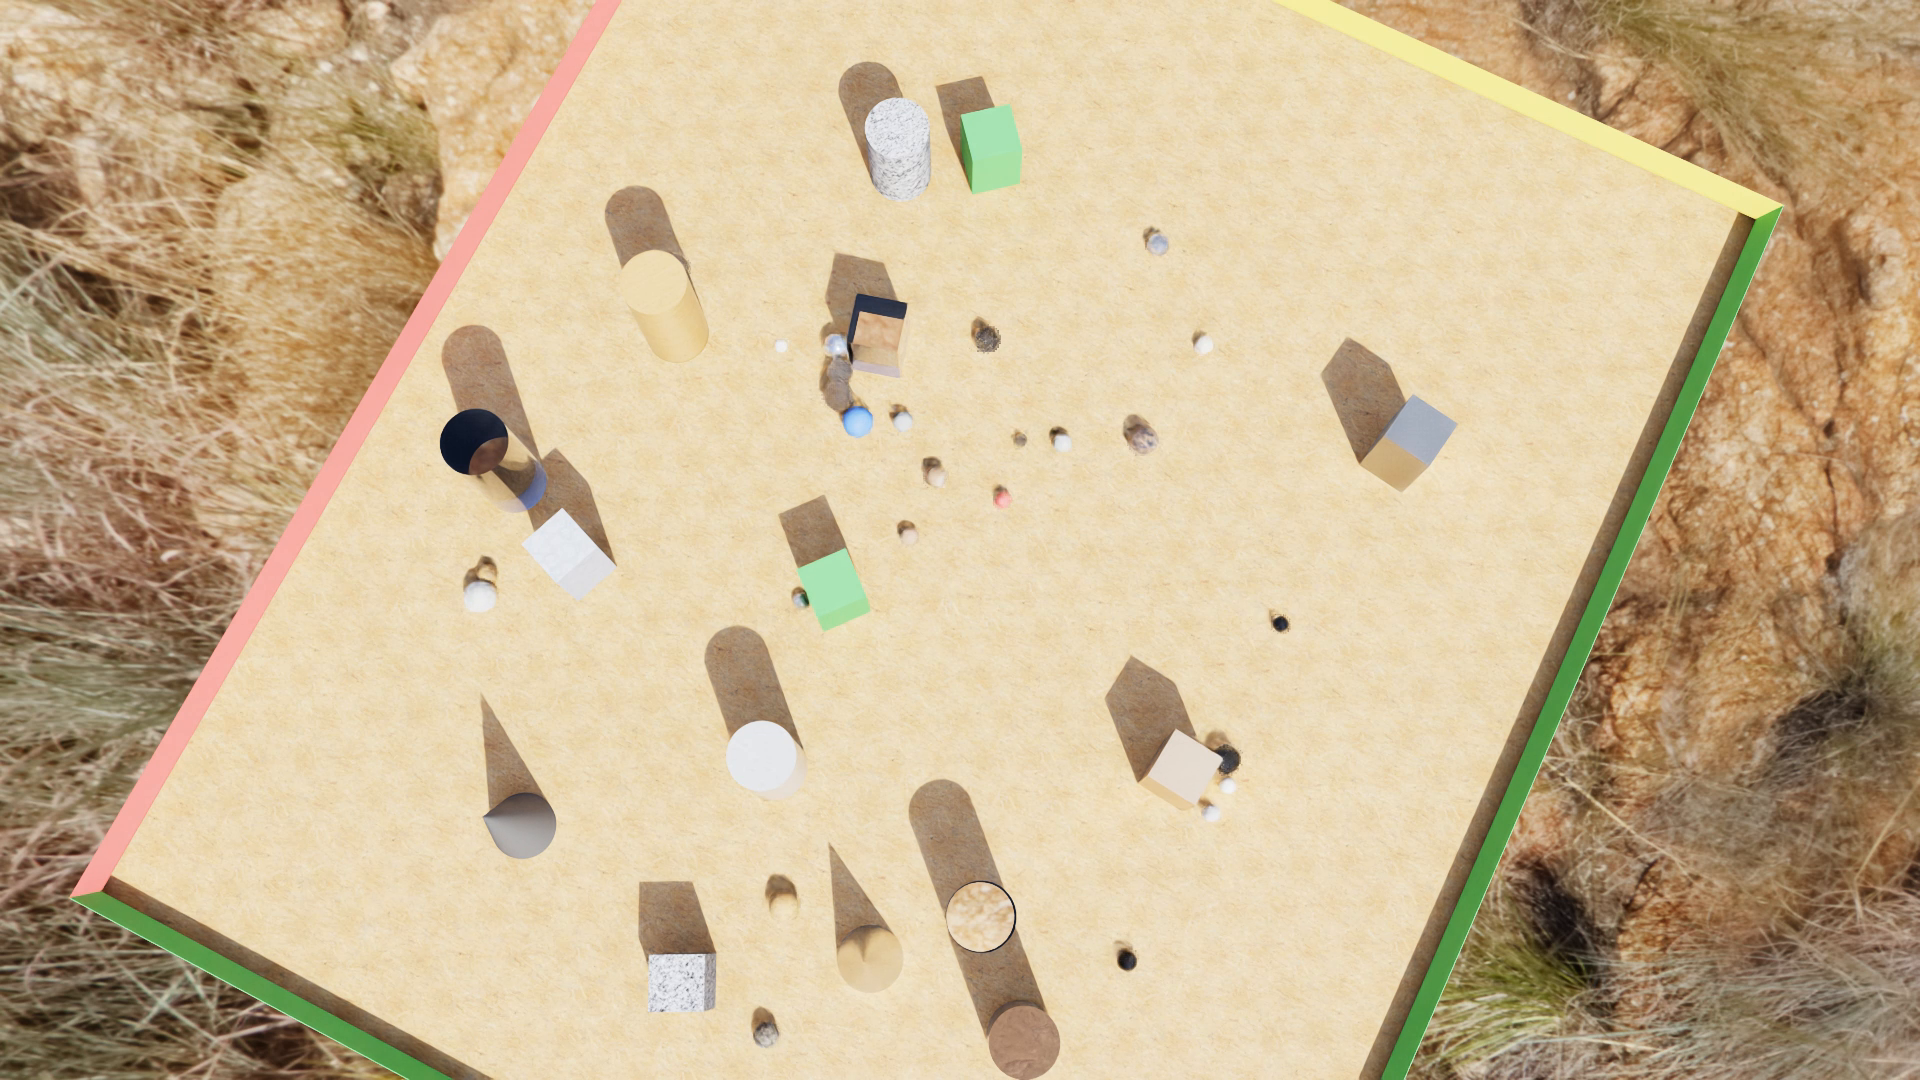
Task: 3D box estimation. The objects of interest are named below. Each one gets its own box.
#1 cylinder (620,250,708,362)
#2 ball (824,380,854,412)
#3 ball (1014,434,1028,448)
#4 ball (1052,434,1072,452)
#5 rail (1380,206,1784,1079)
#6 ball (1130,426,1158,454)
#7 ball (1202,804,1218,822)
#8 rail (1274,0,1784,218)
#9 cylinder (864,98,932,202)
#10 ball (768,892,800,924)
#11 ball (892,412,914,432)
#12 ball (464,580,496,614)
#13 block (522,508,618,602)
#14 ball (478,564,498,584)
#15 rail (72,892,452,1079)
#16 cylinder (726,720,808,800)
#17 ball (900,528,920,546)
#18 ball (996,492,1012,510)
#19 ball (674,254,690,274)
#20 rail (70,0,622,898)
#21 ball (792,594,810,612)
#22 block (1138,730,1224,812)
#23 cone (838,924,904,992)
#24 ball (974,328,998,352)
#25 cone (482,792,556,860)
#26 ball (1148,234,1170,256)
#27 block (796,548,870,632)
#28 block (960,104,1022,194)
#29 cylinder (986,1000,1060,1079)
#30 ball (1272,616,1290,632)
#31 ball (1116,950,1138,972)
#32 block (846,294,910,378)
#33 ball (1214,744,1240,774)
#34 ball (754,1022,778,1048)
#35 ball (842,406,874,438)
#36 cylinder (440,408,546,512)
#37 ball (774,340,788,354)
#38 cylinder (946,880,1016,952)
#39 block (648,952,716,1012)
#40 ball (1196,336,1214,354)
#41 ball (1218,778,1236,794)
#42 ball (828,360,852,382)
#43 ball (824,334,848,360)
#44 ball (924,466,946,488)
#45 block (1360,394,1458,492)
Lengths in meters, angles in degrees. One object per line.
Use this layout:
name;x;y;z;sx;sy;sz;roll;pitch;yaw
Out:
cylinder;-0.885;-0.697;5.521;0.195;0.470;0.195;0;78;0
ball;-0.371;-0.442;5.637;0.096;0.096;0.096;0;78;0
ball;0.188;-0.306;5.659;0.040;0.040;0.040;0;78;0
ball;0.317;-0.299;5.647;0.061;0.061;0.061;0;78;0
rail;1.607;0.794;5.386;0.045;0.127;4.187;26;80;5
ball;0.566;-0.307;5.634;0.090;0.090;0.090;0;78;0
ball;0.741;0.809;5.423;0.051;0.051;0.051;0;78;0
rail;0.926;-1.806;5.925;3.642;0.127;0.045;26;80;5
cylinder;-0.189;-1.209;5.693;0.195;0.340;0.195;0;78;0
ball;-0.513;1.071;5.348;0.092;0.092;0.092;0;78;0
ball;-0.176;-0.366;5.660;0.064;0.064;0.064;0;78;0
ball;-1.449;0.172;5.530;0.098;0.098;0.098;0;78;0
block;-1.157;0.047;5.446;0.156;0.315;0.156;-42;81;-8
ball;-1.435;0.104;5.565;0.058;0.058;0.058;0;78;0
rail;-0.926;1.820;5.174;3.642;0.127;0.045;26;80;5
cylinder;-0.552;0.640;5.283;0.195;0.393;0.195;0;78;0
ball;-0.154;-0.009;5.589;0.058;0.058;0.058;0;78;0
ball;0.134;-0.121;5.615;0.053;0.053;0.053;0;78;0
ball;-0.889;-0.857;5.755;0.076;0.076;0.076;0;78;0
rail;-1.607;-0.780;5.712;0.045;0.127;4.187;26;80;5
ball;-0.480;0.190;5.551;0.052;0.052;0.052;0;78;0
block;0.637;0.672;5.324;0.156;0.302;0.156;32;80;6
cone;-0.262;1.185;5.164;0.195;0.406;0.195;0;78;0
ball;0.082;-0.625;5.708;0.075;0.075;0.075;0;78;0
cone;-1.296;0.800;5.204;0.195;0.483;0.195;0;78;0
ball;0.626;-0.929;5.773;0.071;0.071;0.071;0;78;0
block;-0.374;0.152;5.450;0.156;0.265;0.156;-23;79;-5
block;0.097;-1.220;5.735;0.156;0.262;0.156;-13;79;-3
cylinder;0.175;1.399;5.143;0.195;0.359;0.195;0;78;0
ball;0.969;0.254;5.539;0.050;0.050;0.050;0;78;0
ball;0.487;1.225;5.332;0.060;0.060;0.060;0;78;0
block;-0.248;-0.622;5.605;0.156;0.274;0.156;11;79;2
ball;0.790;0.651;5.436;0.085;0.085;0.085;0;78;0
ball;-0.559;1.427;5.284;0.072;0.072;0.072;0;78;0
ball;-0.314;-0.364;5.643;0.097;0.097;0.097;0;78;0
cylinder;-1.372;-0.228;5.415;0.195;0.488;0.195;0;78;0
ball;-0.558;-0.605;5.720;0.043;0.043;0.043;0;78;0
cylinder;0.058;1.071;5.210;0.195;0.362;0.195;0;78;0
block;-0.790;1.261;5.230;0.156;0.246;0.156;-1;78;0
ball;0.763;-0.608;5.715;0.054;0.054;0.054;0;78;0
ball;0.793;0.730;5.440;0.050;0.050;0.050;0;78;0
ball;-0.373;-0.520;5.684;0.079;0.079;0.079;0;78;0
ball;-0.382;-0.601;5.690;0.082;0.082;0.082;0;78;0
ball;-0.074;-0.196;5.622;0.068;0.068;0.068;0;78;0
block;1.342;-0.285;5.500;0.156;0.344;0.156;35;80;7
